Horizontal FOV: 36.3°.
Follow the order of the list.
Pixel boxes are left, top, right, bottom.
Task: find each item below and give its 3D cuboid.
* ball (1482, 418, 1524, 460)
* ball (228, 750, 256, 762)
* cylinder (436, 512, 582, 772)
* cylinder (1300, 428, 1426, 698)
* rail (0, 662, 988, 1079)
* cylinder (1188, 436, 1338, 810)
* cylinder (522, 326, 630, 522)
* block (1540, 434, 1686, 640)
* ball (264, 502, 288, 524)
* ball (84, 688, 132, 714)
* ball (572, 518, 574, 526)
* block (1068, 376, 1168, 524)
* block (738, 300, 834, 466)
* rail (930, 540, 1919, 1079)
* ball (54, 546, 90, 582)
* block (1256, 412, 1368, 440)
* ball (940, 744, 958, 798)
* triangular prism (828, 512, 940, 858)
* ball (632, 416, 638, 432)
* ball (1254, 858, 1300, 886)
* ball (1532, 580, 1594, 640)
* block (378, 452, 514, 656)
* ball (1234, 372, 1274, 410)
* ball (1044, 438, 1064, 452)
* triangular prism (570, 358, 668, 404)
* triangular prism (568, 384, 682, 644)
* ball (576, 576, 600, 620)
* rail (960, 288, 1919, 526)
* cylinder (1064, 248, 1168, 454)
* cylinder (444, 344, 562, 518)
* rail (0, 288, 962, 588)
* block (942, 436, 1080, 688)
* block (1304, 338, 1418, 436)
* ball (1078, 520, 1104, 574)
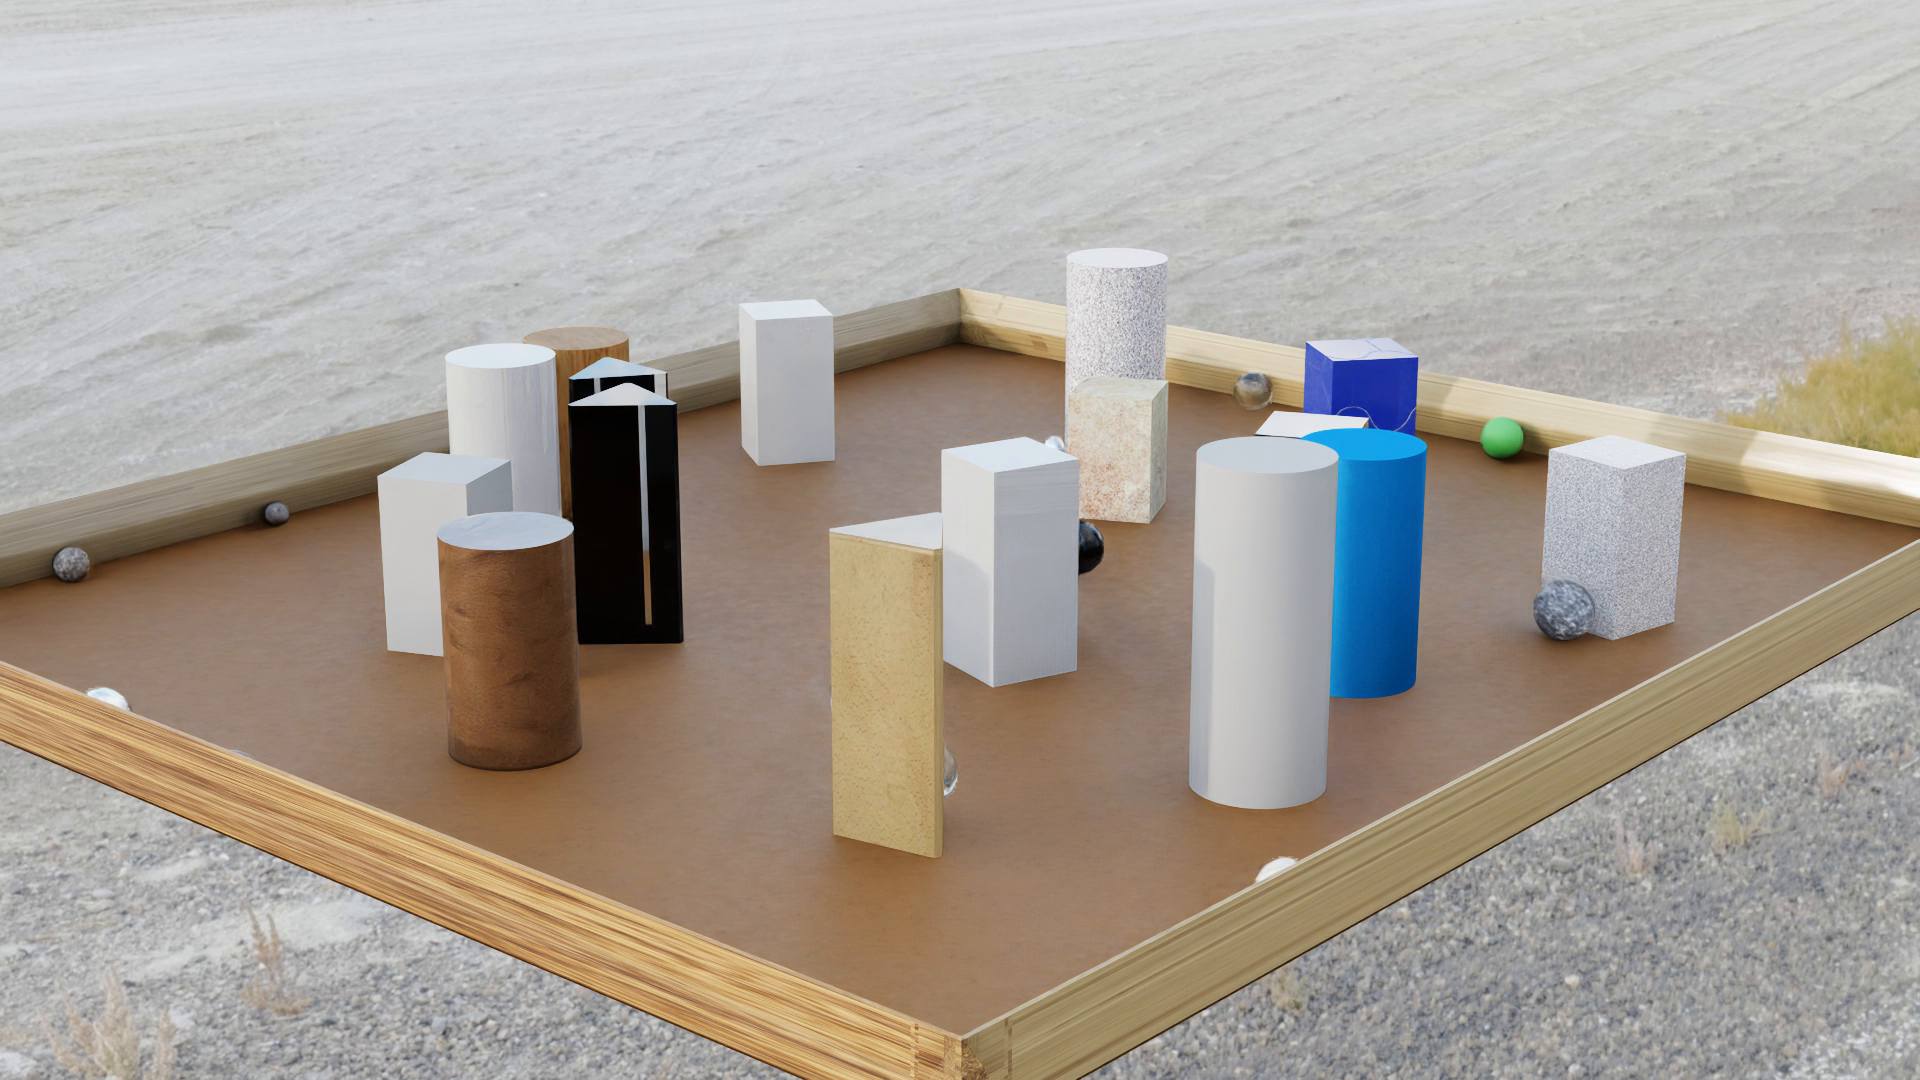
[{"bbox_3d":[1.111,-0.208,5.999,0.085,0.085,0.085,0,17,0],"label":"ball"},{"bbox_3d":[-1.040,0.339,4.197,0.078,0.078,0.078,0,17,0],"label":"ball"},{"bbox_3d":[-0.670,0.149,4.369,0.200,0.341,0.200,0,17,0],"label":"cylinder"},{"bbox_3d":[0.633,0.035,4.666,0.200,0.389,0.200,0,17,0],"label":"cylinder"},{"bbox_3d":[-0.968,0.354,4.052,2.610,0.130,0.045,14,22,39],"label":"rail"},{"bbox_3d":[0.433,0.117,4.206,0.200,0.497,0.200,0,17,0],"label":"cylinder"},{"bbox_3d":[-0.729,-0.223,5.614,0.200,0.335,0.200,0,17,0],"label":"cylinder"},{"bbox_3d":[1.104,-0.007,4.964,0.160,0.296,0.160,-13,21,-36],"label":"block"},{"bbox_3d":[-1.294,-0.050,5.548,0.042,0.042,0.042,0,17,0],"label":"ball"},{"bbox_3d":[-1.293,0.267,4.420,0.087,0.087,0.087,0,17,0],"label":"ball"},{"bbox_3d":[-0.702,-0.027,5.465,0.046,0.046,0.046,0,17,0],"label":"ball"},{"bbox_3d":[0.303,-0.175,5.619,0.160,0.241,0.160,4,17,14],"label":"block"},{"bbox_3d":[-0.355,-0.324,6.006,0.160,0.303,0.160,-5,17,-15],"label":"block"},{"bbox_3d":[0.967,0.275,4.315,0.045,0.130,3.001,14,22,39],"label":"rail"},{"bbox_3d":[-1.576,0.043,5.206,0.062,0.062,0.062,0,17,0],"label":"ball"},{"bbox_3d":[0.583,-0.018,4.896,0.160,0.357,0.160,5,17,16],"label":"block"},{"bbox_3d":[-0.044,0.332,4.209,0.083,0.083,0.083,0,17,0],"label":"ball"},{"bbox_3d":[-0.065,0.192,4.053,0.173,0.442,0.150,10,19,29],"label":"triangular prism"},{"bbox_3d":[-0.703,-0.246,6.200,0.042,0.042,0.042,0,17,0],"label":"ball"},{"bbox_3d":[0.423,0.454,3.808,0.081,0.081,0.081,0,17,0],"label":"ball"},{"bbox_3d":[1.007,0.116,4.899,0.100,0.100,0.100,0,17,0],"label":"ball"},{"bbox_3d":[-0.846,0.025,4.856,0.160,0.299,0.160,5,18,18],"label":"block"},{"bbox_3d":[0.640,-0.326,6.392,0.084,0.084,0.084,0,17,0],"label":"ball"},{"bbox_3d":[0.193,-0.188,6.001,0.045,0.045,0.045,0,17,0],"label":"ball"},{"bbox_3d":[-0.626,-0.146,5.334,0.173,0.349,0.150,-4,17,-15],"label":"triangular prism"},{"bbox_3d":[-0.553,-0.046,4.898,0.173,0.409,0.150,-1,17,-2],"label":"triangular prism"},{"bbox_3d":[-0.650,0.099,4.996,0.075,0.075,0.075,0,17,0],"label":"ball"},{"bbox_3d":[0.968,-0.289,6.188,2.610,0.130,0.045,14,22,39],"label":"rail"},{"bbox_3d":[0.309,-0.343,5.828,0.200,0.443,0.200,0,17,0],"label":"cylinder"},{"bbox_3d":[-0.839,-0.168,5.405,0.200,0.352,0.200,0,17,0],"label":"cylinder"},{"bbox_3d":[-0.967,-0.210,5.924,0.045,0.130,3.001,14,22,39],"label":"rail"},{"bbox_3d":[0.080,0.033,4.729,0.160,0.355,0.160,-10,19,-30],"label":"block"},{"bbox_3d":[0.727,-0.167,5.364,0.160,0.373,0.160,-3,17,-11],"label":"block"},{"bbox_3d":[0.212,0.012,5.251,0.095,0.095,0.095,0,17,0],"label":"ball"}]
